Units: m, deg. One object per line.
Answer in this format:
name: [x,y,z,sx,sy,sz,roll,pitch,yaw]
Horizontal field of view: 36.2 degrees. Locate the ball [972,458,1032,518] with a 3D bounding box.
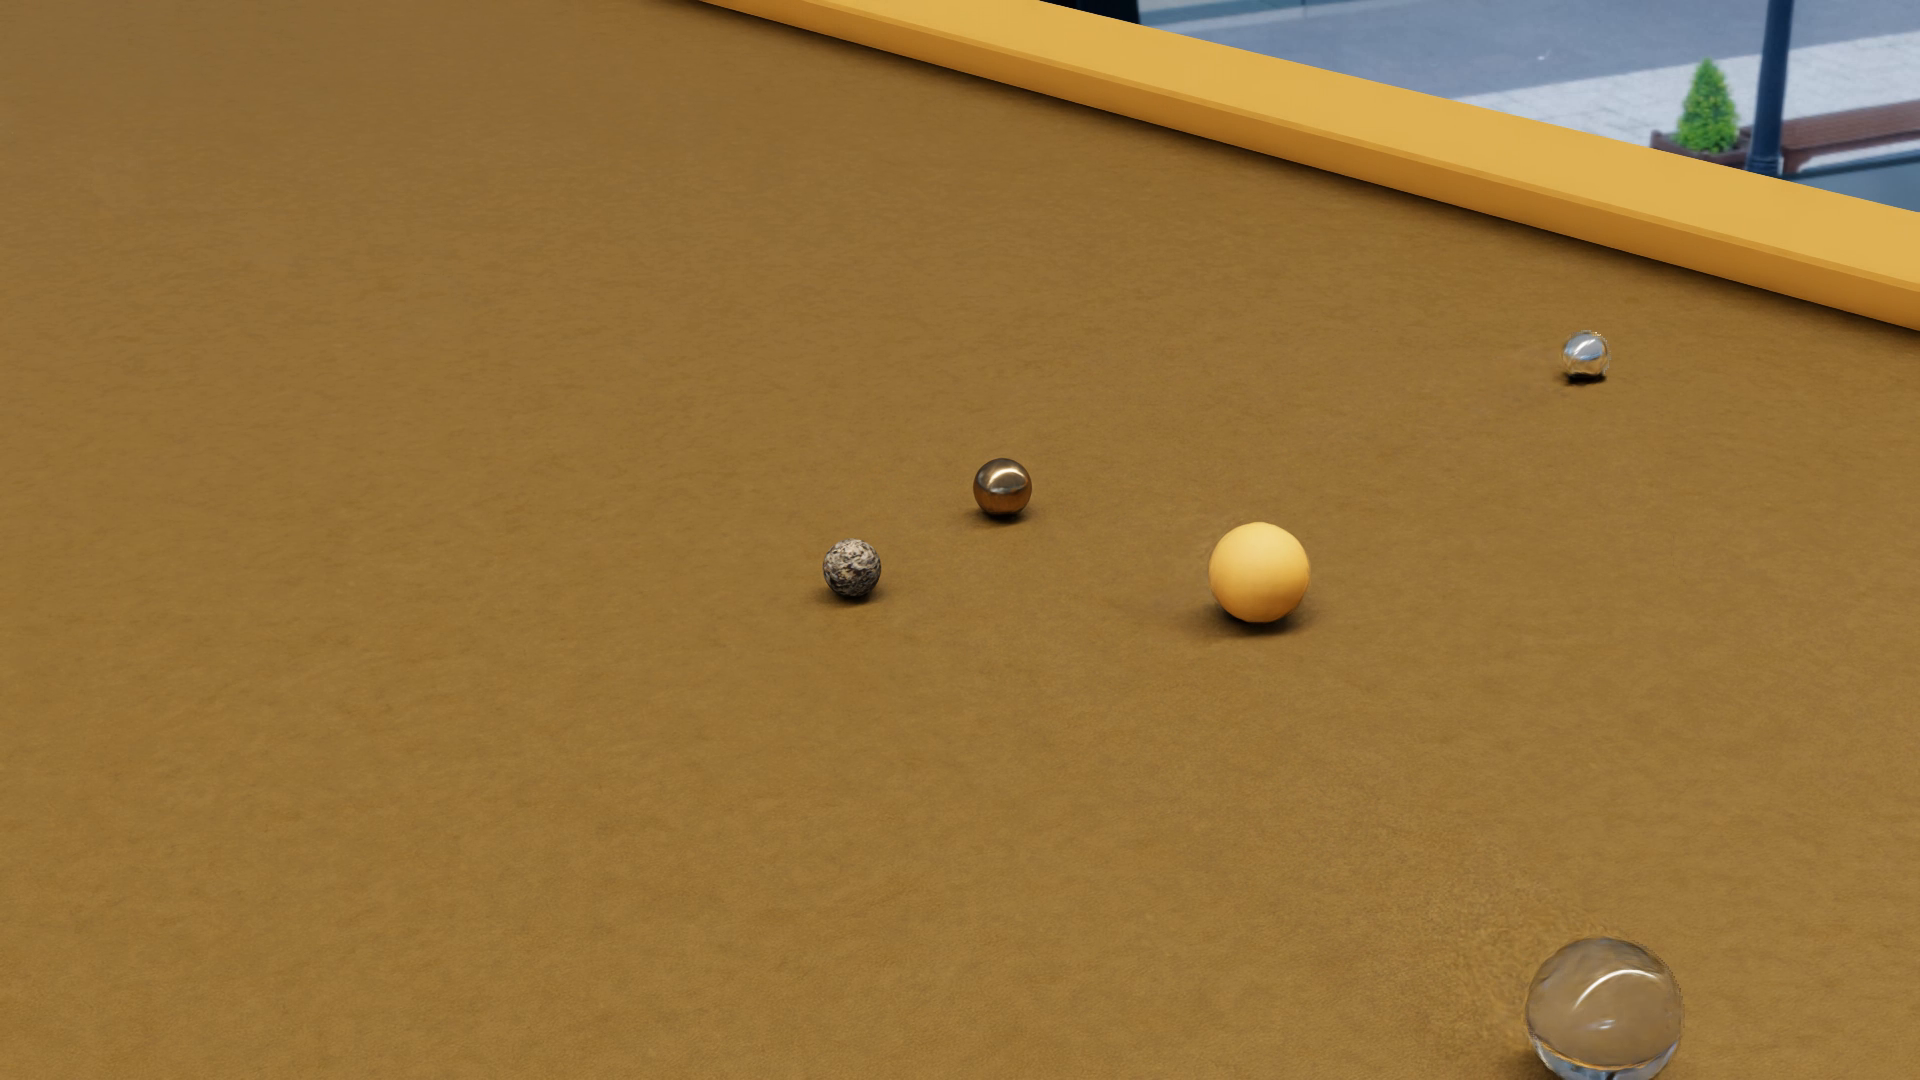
ball: [0.035,-0.043,2.442,0.049,0.049,0.049,0,24,0]

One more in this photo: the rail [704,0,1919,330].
rail: [0.069,-0.615,3.665,0.045,0.114,4.098,-21,31,-39]

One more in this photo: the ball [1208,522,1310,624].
ball: [0.229,0.025,2.251,0.077,0.077,0.077,0,24,0]

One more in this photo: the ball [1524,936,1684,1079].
ball: [0.367,0.270,1.676,0.088,0.088,0.088,0,24,0]

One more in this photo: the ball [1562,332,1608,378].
ball: [0.583,-0.172,2.744,0.043,0.043,0.043,0,24,0]

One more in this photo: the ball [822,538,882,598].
ball: [-0.084,0.022,2.297,0.046,0.046,0.046,0,24,0]
